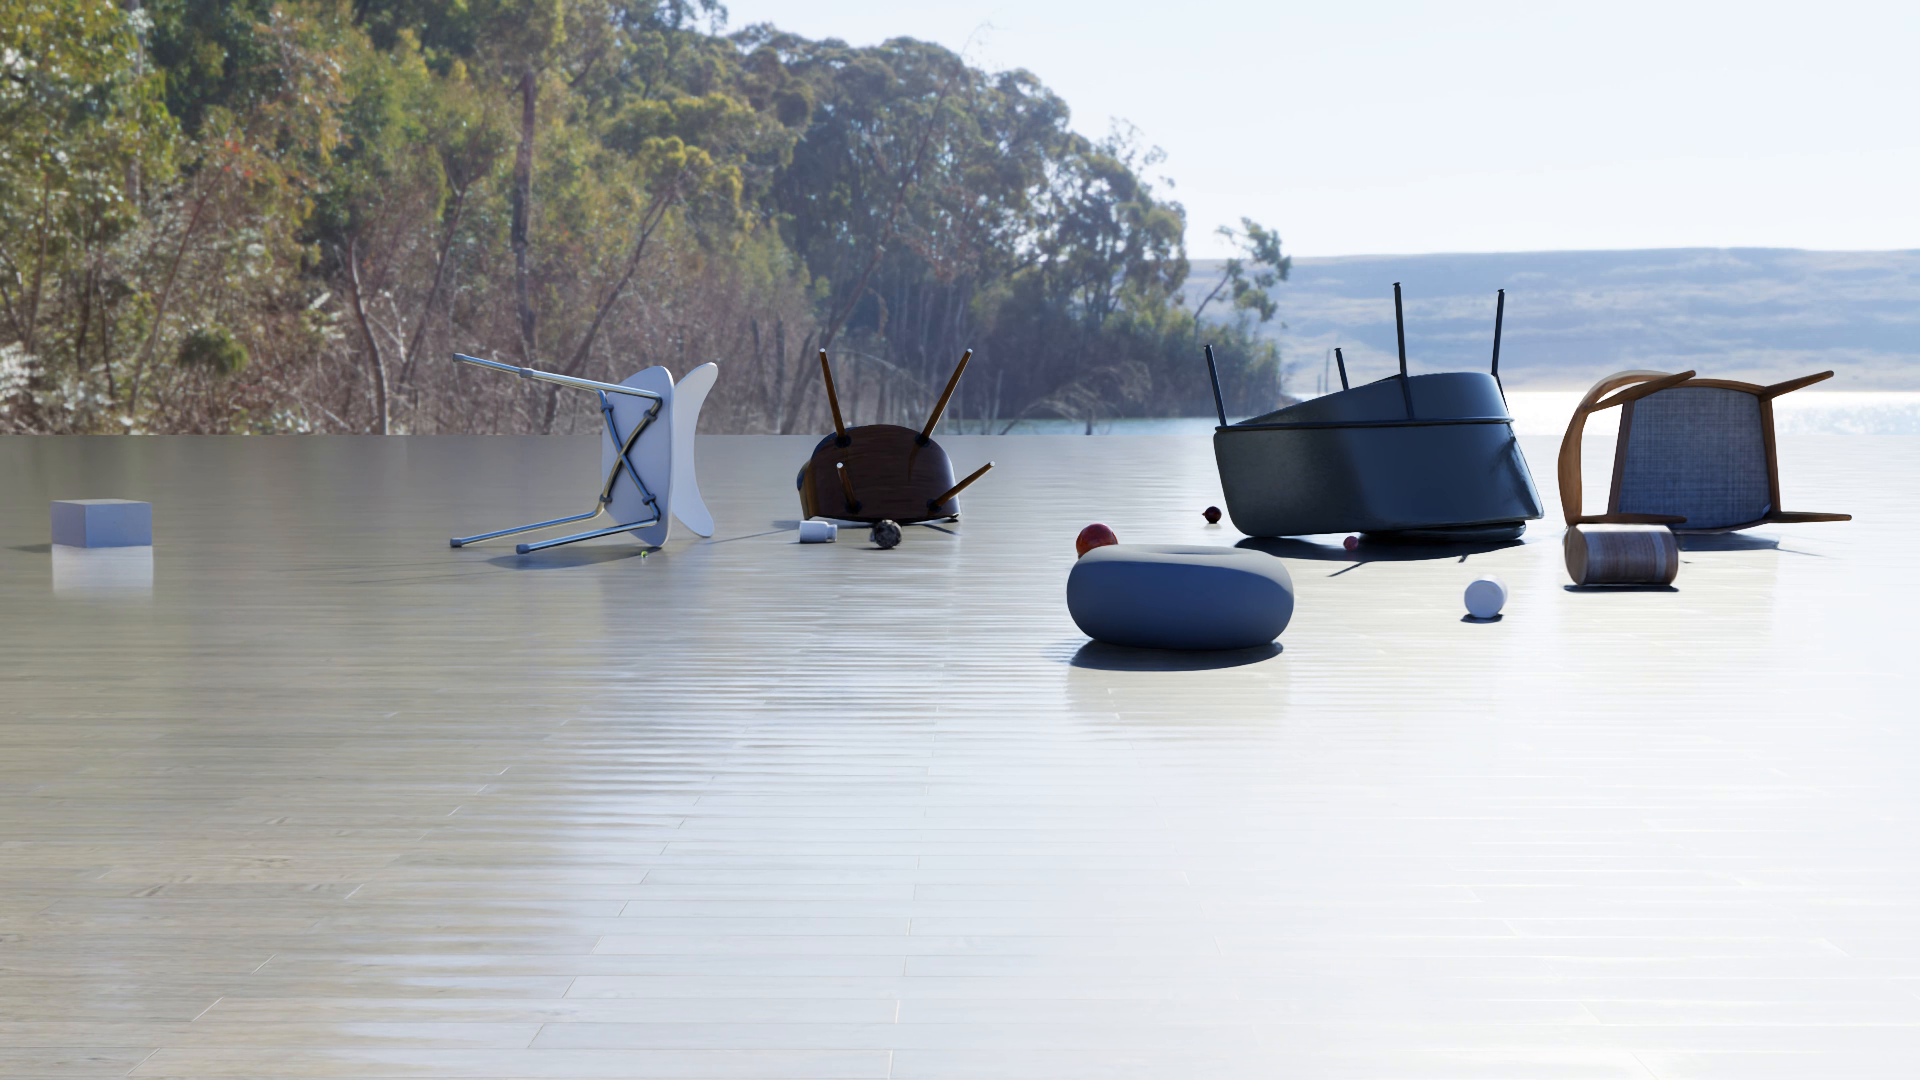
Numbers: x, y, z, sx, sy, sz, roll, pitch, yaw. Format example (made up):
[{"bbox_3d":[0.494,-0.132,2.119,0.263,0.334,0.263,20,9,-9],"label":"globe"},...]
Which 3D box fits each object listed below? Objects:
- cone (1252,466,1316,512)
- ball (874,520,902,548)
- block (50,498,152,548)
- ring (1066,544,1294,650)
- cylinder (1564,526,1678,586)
[{"bbox_3d":[1.165,-0.154,8.189,0.223,0.165,0.258,-27,1,-37],"label":"cone"},{"bbox_3d":[-0.205,-0.017,6.221,0.079,0.079,0.079,0,4,0],"label":"ball"},{"bbox_3d":[-2.485,-0.049,6.363,0.187,0.123,0.286,-3,5,-41],"label":"block"},{"bbox_3d":[0.392,0.099,3.922,0.405,0.165,0.484,2,3,3],"label":"ring"},{"bbox_3d":[1.521,0.035,5.063,0.211,0.129,0.168,0,24,-4],"label":"cylinder"}]
